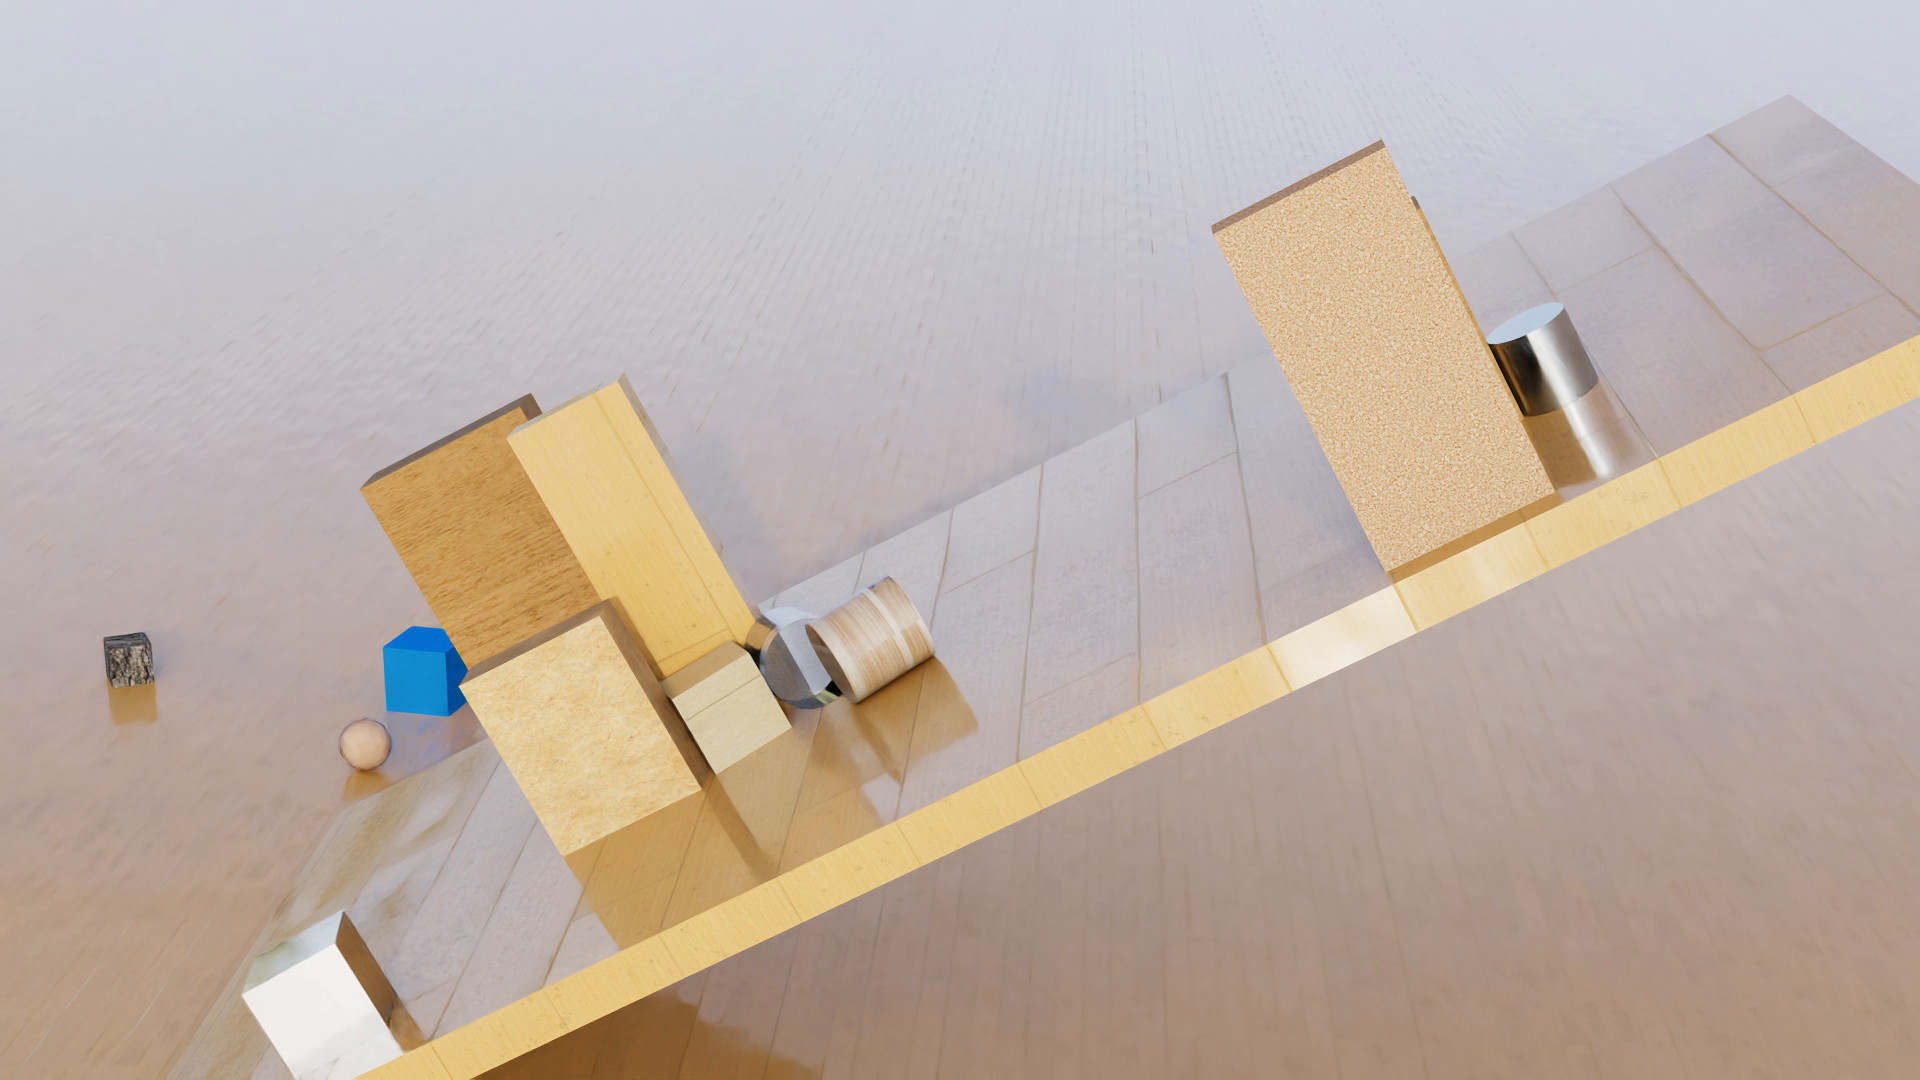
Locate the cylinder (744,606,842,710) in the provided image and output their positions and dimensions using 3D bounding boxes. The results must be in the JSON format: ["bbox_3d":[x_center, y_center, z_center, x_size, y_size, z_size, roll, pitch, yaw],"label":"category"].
[{"bbox_3d":[-0.347,0.252,6.319,0.196,0.196,0.196,-5,7,-17],"label":"cylinder"}]

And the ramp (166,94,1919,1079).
[{"bbox_3d":[0.141,0.167,6.281,4.000,0.100,2.000,-26,14,11],"label":"ramp"}]

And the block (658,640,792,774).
[{"bbox_3d":[-0.506,0.355,6.278,0.189,0.189,0.189,-32,14,-11],"label":"block"}]

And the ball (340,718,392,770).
[{"bbox_3d":[-1.634,0.562,8.084,0.142,0.142,0.142,0,17,0],"label":"ball"}]

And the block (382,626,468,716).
[{"bbox_3d":[-1.545,0.382,8.573,0.195,0.195,0.195,5,18,14],"label":"block"}]

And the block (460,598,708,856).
[{"bbox_3d":[-0.788,0.395,6.184,0.340,0.429,0.117,-26,14,11],"label":"block"}]

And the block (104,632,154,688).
[{"bbox_3d":[-2.479,0.358,8.775,0.121,0.121,0.121,-8,19,-23],"label":"block"}]

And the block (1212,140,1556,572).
[{"bbox_3d":[0.745,-0.319,5.175,0.330,0.689,0.082,-26,14,11],"label":"block"}]

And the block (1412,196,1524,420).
[{"bbox_3d":[0.843,-0.381,5.685,0.310,0.460,0.129,-26,14,11],"label":"block"}]

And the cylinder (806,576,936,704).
[{"bbox_3d":[-0.188,0.208,6.158,0.197,0.197,0.197,-32,26,-12],"label":"cylinder"}]

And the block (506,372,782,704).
[{"bbox_3d":[-0.660,0.049,6.399,0.276,0.796,0.082,-26,14,11],"label":"block"}]

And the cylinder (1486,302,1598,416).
[{"bbox_3d":[1.119,-0.347,5.649,0.160,0.160,0.160,-27,14,7],"label":"cylinder"}]

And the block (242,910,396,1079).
[{"bbox_3d":[-1.263,0.895,5.806,0.205,0.205,0.205,-29,14,0],"label":"block"}]

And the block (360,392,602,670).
[{"bbox_3d":[-0.994,0.110,6.839,0.429,0.794,0.130,-26,14,11],"label":"block"}]
